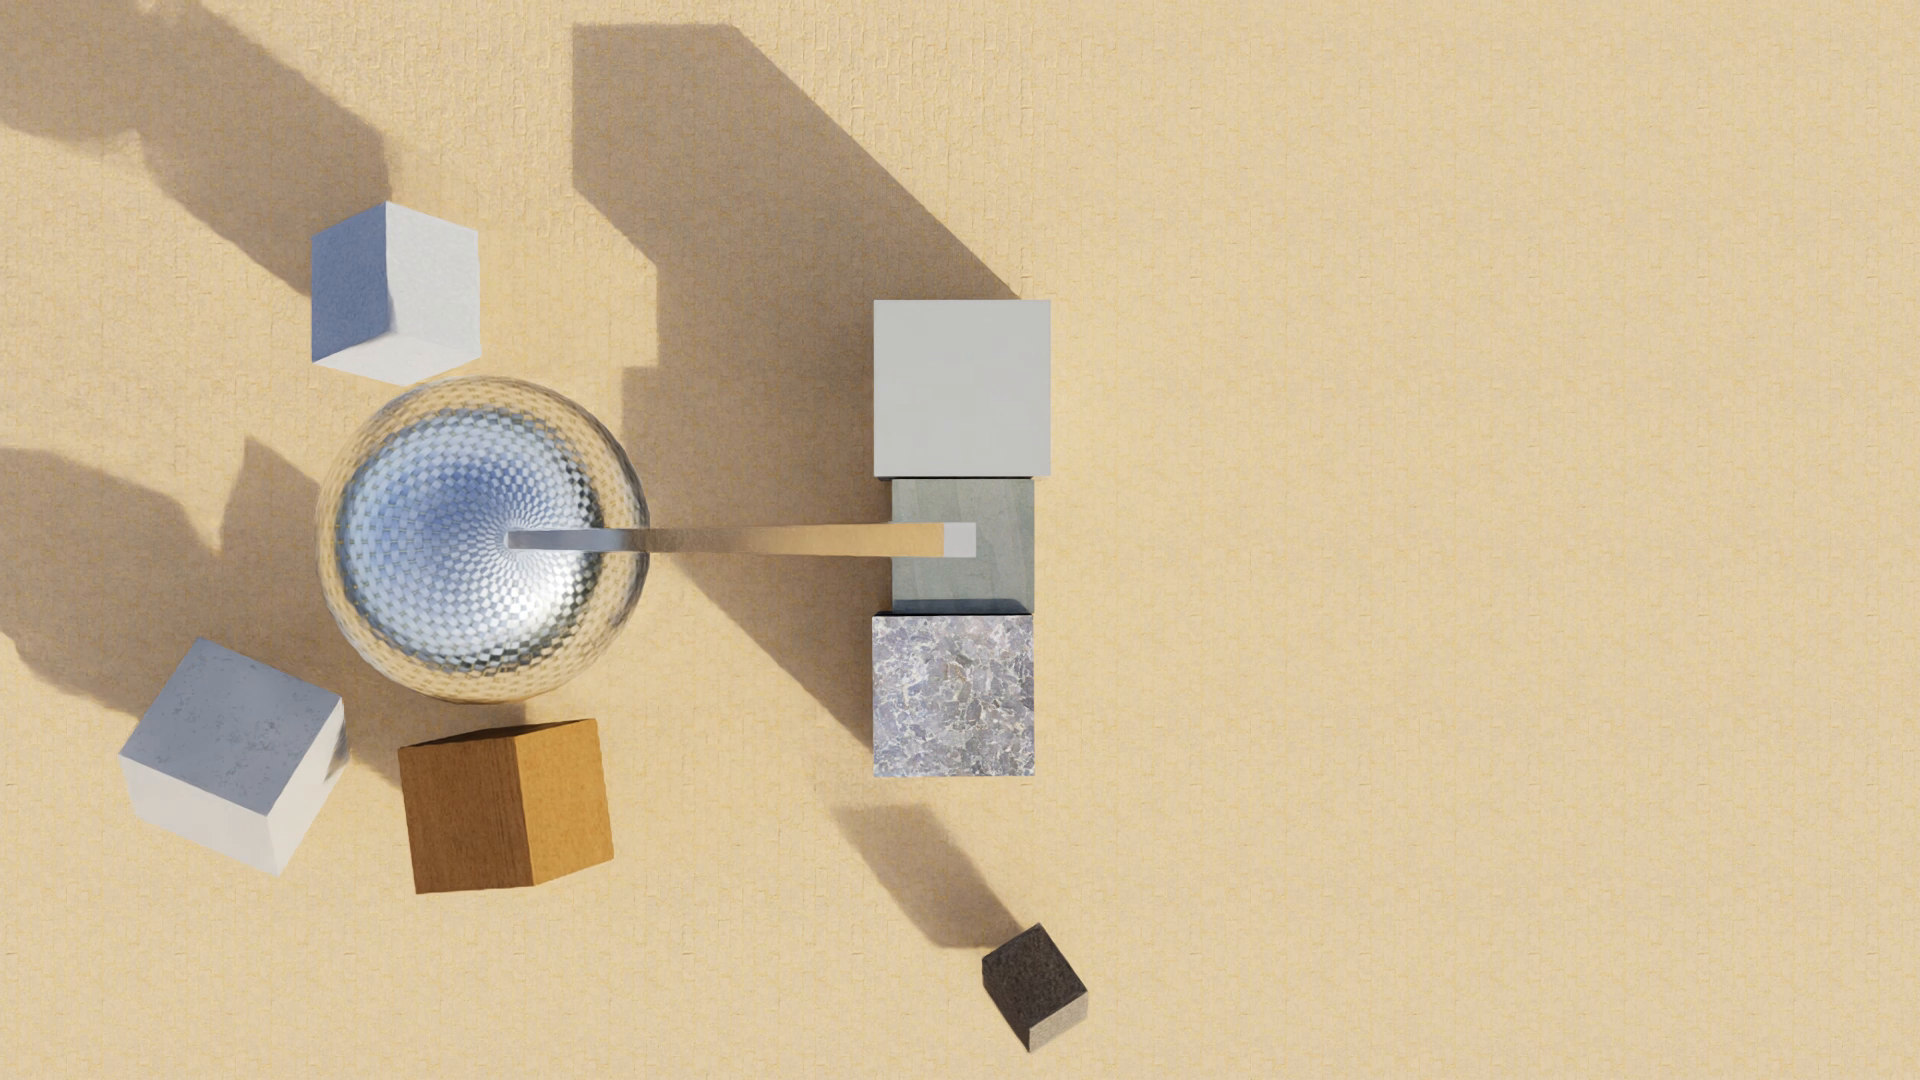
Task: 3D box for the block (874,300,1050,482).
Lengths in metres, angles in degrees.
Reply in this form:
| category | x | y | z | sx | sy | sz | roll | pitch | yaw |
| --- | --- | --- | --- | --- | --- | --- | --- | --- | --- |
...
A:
| category | x | y | z | sx | sy | sz | roll | pitch | yaw |
| --- | --- | --- | --- | --- | --- | --- | --- | --- | --- |
| block | 0.013 | -0.824 | 12.457 | 0.958 | 1.085 | 0.955 | 0 | 90 | 0 |

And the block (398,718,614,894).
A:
| category | x | y | z | sx | sy | sz | roll | pitch | yaw |
| --- | --- | --- | --- | --- | --- | --- | --- | --- | --- |
| block | -2.564 | 1.500 | 12.470 | 0.792 | 0.810 | 0.820 | -7 | 90 | 24 |

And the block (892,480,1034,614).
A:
| category | x | y | z | sx | sy | sz | roll | pitch | yaw |
| --- | --- | --- | --- | --- | --- | --- | --- | --- | --- |
| block | 0.019 | 0.035 | 12.581 | 0.787 | 0.838 | 0.743 | 0 | 90 | 0 |

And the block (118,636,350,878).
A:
| category | x | y | z | sx | sy | sz | roll | pitch | yaw |
| --- | --- | --- | --- | --- | --- | --- | --- | --- | --- |
| block | -4.071 | 1.228 | 12.419 | 0.883 | 0.796 | 0.816 | 22 | 56 | 3 |

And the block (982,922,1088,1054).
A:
| category | x | y | z | sx | sy | sz | roll | pitch | yaw |
| --- | --- | --- | --- | --- | --- | --- | --- | --- | --- |
| block | 0.427 | 2.573 | 12.636 | 0.400 | 0.446 | 0.494 | -30 | 63 | -15 |

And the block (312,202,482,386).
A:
| category | x | y | z | sx | sy | sz | roll | pitch | yaw |
| --- | --- | --- | --- | --- | --- | --- | --- | --- | --- |
| block | -3.196 | -1.380 | 12.459 | 0.670 | 0.647 | 0.763 | -15 | 72 | 36 |

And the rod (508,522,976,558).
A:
| category | x | y | z | sx | sy | sz | roll | pitch | yaw |
| --- | --- | --- | --- | --- | --- | --- | --- | --- | --- |
| rod | -0.994 | 0.000 | 7.468 | 0.080 | 5.200 | 0.080 | 0 | 90 | -22 |

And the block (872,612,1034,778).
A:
| category | x | y | z | sx | sy | sz | roll | pitch | yaw |
| --- | --- | --- | --- | --- | --- | --- | --- | --- | --- |
| block | -0.036 | 0.861 | 12.552 | 0.887 | 0.896 | 0.884 | 0 | 90 | 0 |

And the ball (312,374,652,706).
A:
| category | x | y | z | sx | sy | sz | roll | pitch | yaw |
| --- | --- | --- | --- | --- | --- | --- | --- | --- | --- |
| ball | -2.294 | 0.000 | 10.609 | 1.600 | 1.600 | 1.600 | 0 | 90 | 0 |
